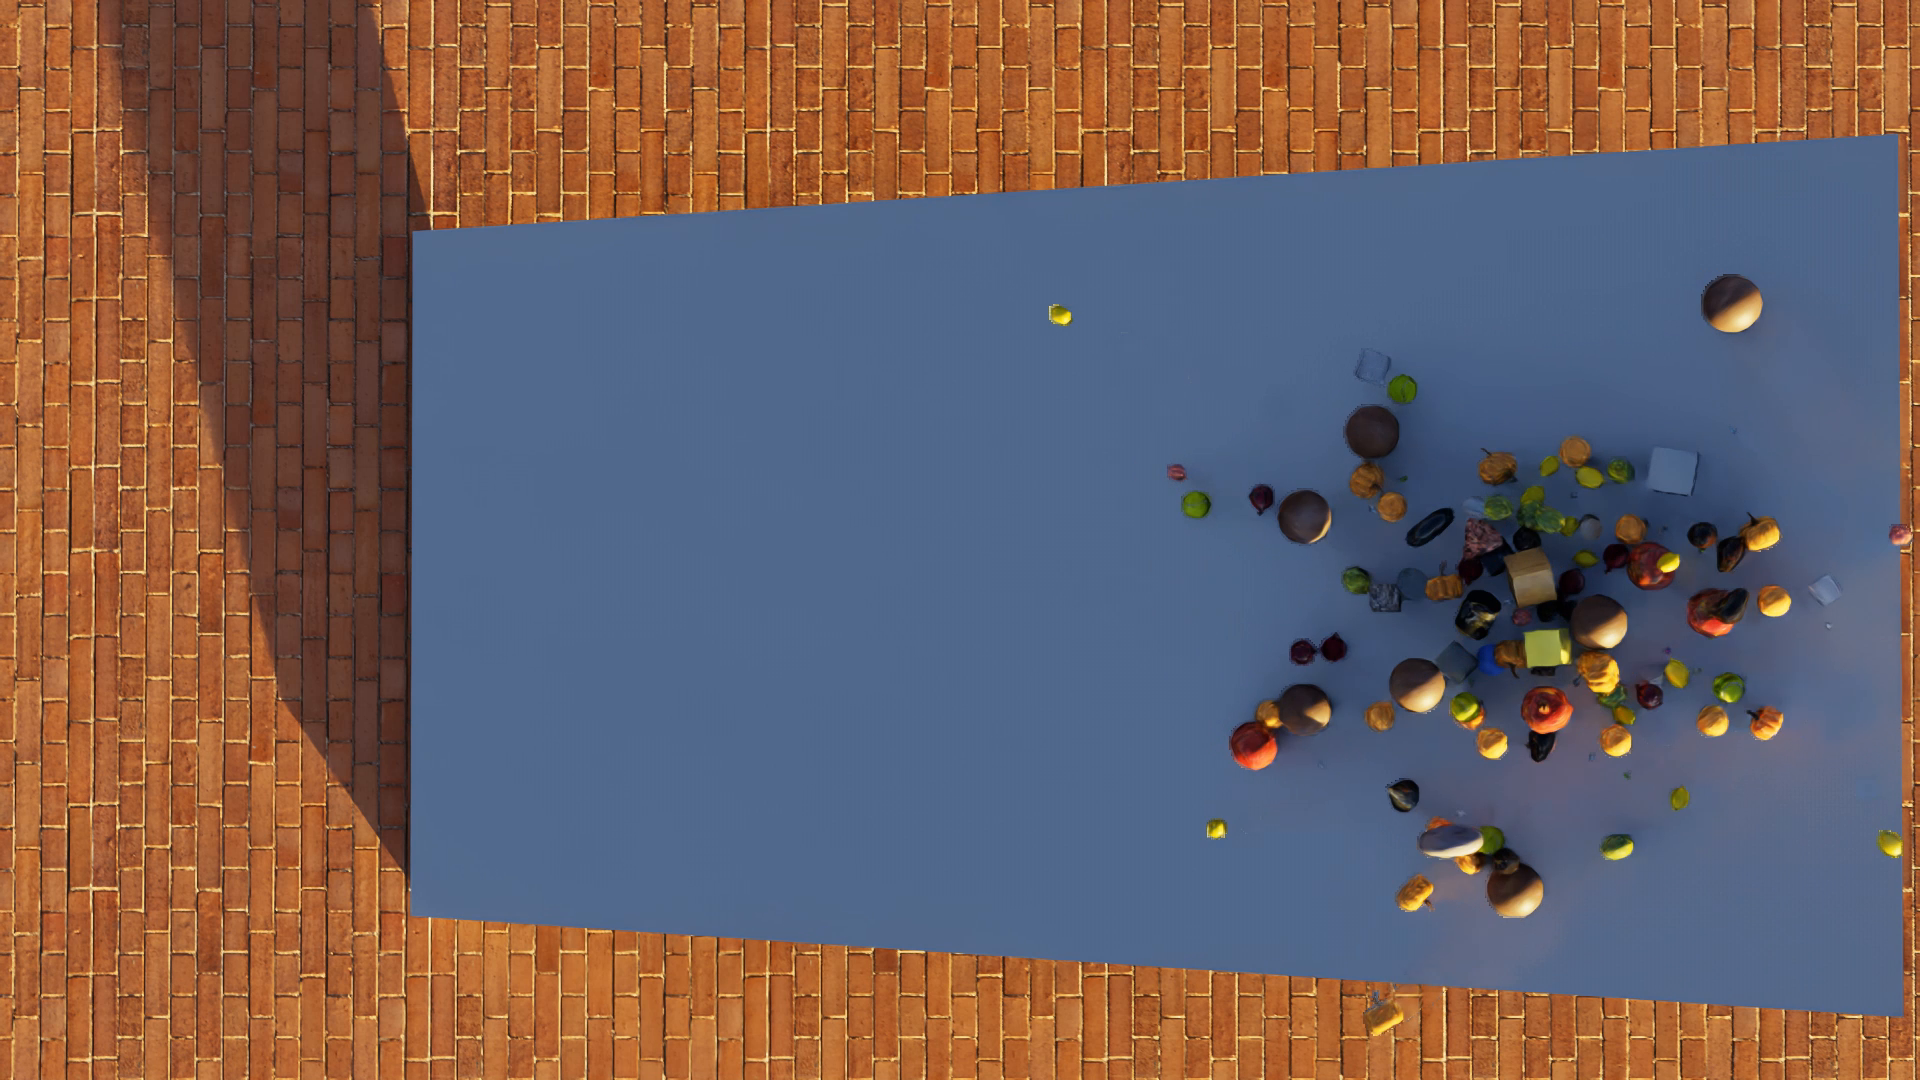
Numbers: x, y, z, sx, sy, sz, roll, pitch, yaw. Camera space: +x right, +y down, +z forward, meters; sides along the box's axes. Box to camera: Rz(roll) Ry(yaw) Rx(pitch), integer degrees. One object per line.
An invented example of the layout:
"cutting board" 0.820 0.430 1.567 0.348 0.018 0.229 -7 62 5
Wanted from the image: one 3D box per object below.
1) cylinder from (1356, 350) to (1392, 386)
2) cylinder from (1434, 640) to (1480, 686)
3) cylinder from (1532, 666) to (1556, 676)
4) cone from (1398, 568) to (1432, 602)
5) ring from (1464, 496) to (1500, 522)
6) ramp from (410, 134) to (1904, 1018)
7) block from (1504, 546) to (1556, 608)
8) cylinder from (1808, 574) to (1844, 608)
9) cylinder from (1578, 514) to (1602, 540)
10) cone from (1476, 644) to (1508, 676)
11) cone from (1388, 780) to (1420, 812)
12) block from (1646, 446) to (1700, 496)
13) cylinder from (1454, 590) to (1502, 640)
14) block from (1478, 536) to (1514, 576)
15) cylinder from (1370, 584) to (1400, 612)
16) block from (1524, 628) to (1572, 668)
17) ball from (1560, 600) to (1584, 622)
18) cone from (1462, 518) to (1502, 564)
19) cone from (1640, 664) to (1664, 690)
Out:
"cylinder" 1.011 -0.422 5.378 0.070 0.070 0.070 19 96 0
"cylinder" 1.195 0.296 5.293 0.078 0.078 0.078 43 89 16
"cylinder" 1.389 0.294 5.231 0.054 0.054 0.054 1 90 0
"cone" 1.088 0.128 5.345 0.087 0.087 0.087 6 59 -10
"ring" 1.251 -0.074 5.271 0.094 0.094 0.031 28 105 0
"ramp" 0.282 0.088 5.745 4.000 0.100 2.000 0 89 21
"block" 1.344 0.088 5.187 0.092 0.092 0.092 -15 123 8
"cylinder" 1.972 0.115 5.008 0.055 0.055 0.055 -33 77 0
"cylinder" 1.487 -0.030 5.187 0.052 0.052 0.052 2 102 11
"cone" 1.269 0.288 5.265 0.077 0.077 0.077 0 89 21
"cone" 1.057 0.610 5.326 0.081 0.081 0.081 25 89 -42
"block" 1.657 -0.158 5.109 0.100 0.100 0.100 10 93 21
"cylinder" 1.217 0.175 5.169 0.083 0.083 0.083 16 128 0
"block" 1.284 0.037 5.264 0.069 0.069 0.069 -37 72 17
"cylinder" 1.036 0.141 5.359 0.069 0.069 0.069 -3 89 16
"block" 1.379 0.252 5.156 0.083 0.083 0.083 -7 87 31
"ball" 1.450 0.169 5.207 0.052 0.052 0.052 0 89 0
"cone" 1.221 0.020 5.230 0.099 0.099 0.099 29 124 0
"cone" 1.630 0.330 5.149 0.057 0.057 0.057 -31 114 0
